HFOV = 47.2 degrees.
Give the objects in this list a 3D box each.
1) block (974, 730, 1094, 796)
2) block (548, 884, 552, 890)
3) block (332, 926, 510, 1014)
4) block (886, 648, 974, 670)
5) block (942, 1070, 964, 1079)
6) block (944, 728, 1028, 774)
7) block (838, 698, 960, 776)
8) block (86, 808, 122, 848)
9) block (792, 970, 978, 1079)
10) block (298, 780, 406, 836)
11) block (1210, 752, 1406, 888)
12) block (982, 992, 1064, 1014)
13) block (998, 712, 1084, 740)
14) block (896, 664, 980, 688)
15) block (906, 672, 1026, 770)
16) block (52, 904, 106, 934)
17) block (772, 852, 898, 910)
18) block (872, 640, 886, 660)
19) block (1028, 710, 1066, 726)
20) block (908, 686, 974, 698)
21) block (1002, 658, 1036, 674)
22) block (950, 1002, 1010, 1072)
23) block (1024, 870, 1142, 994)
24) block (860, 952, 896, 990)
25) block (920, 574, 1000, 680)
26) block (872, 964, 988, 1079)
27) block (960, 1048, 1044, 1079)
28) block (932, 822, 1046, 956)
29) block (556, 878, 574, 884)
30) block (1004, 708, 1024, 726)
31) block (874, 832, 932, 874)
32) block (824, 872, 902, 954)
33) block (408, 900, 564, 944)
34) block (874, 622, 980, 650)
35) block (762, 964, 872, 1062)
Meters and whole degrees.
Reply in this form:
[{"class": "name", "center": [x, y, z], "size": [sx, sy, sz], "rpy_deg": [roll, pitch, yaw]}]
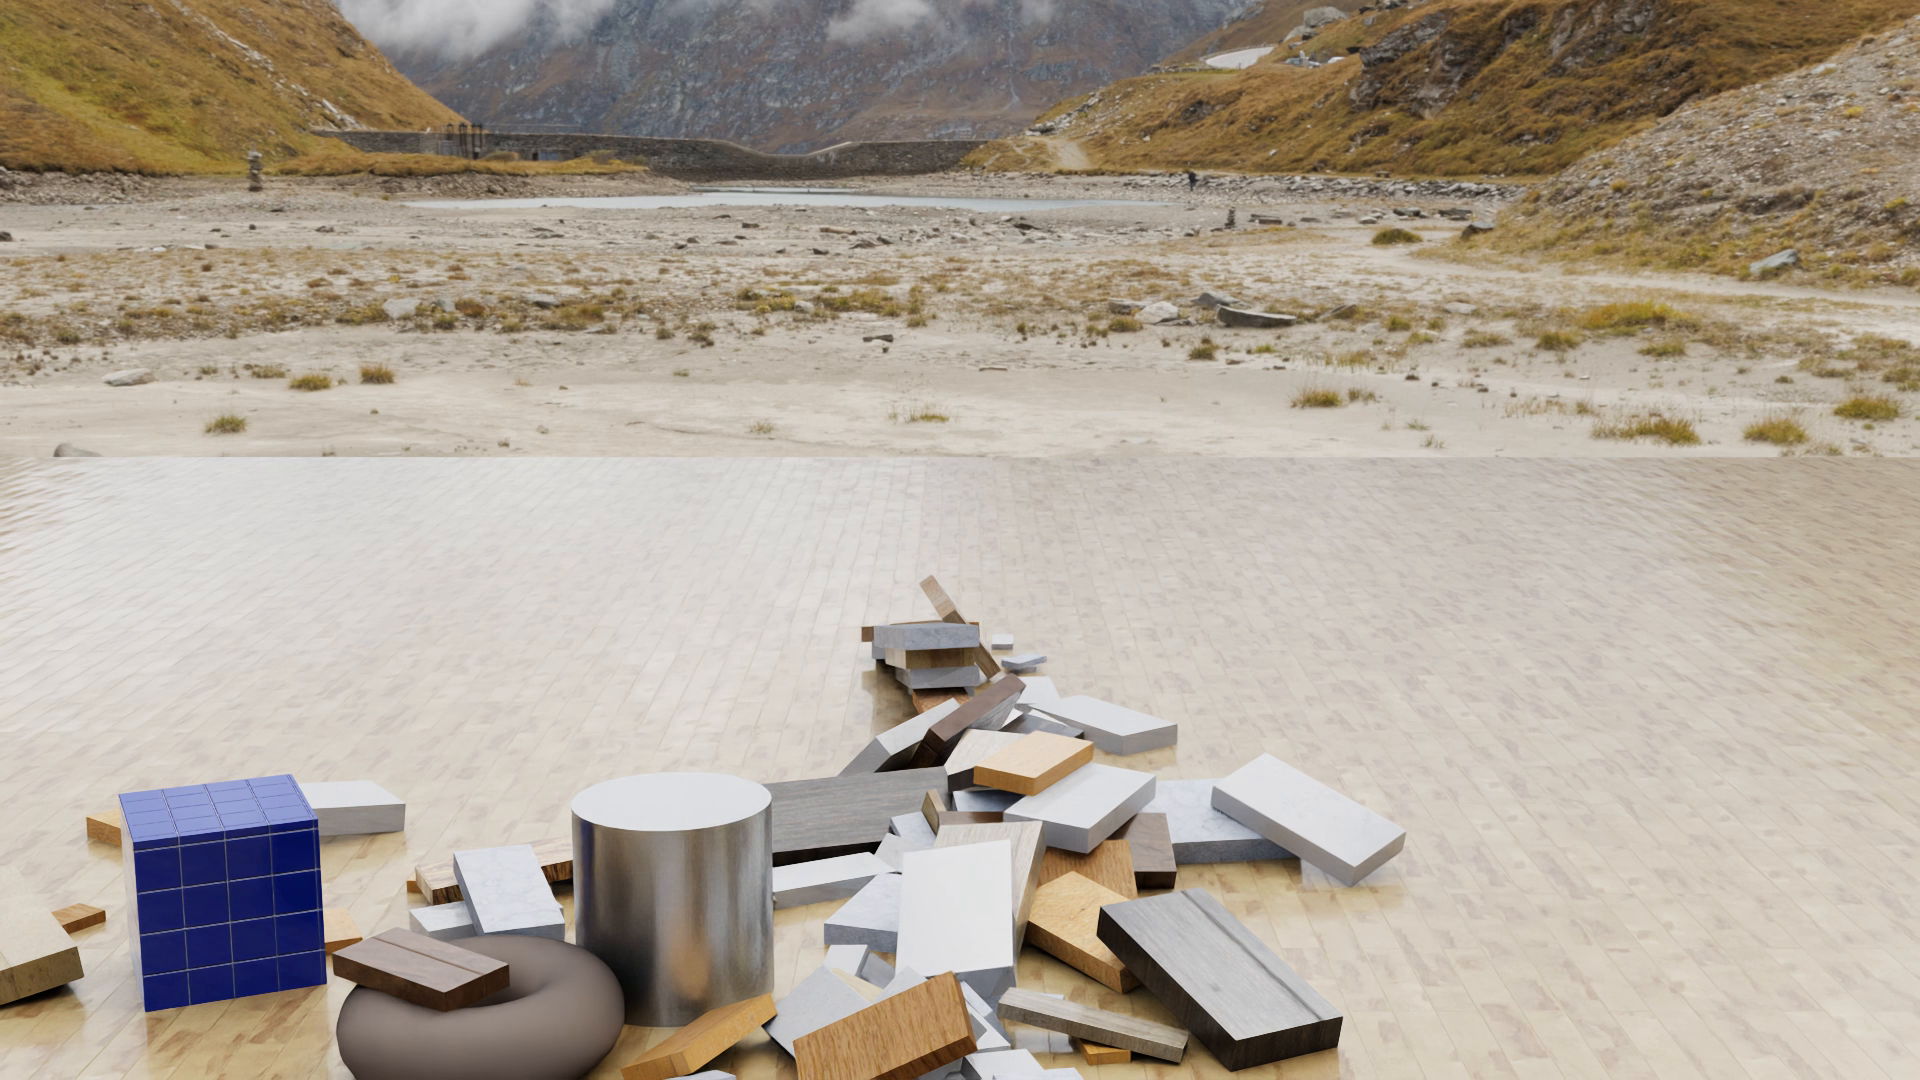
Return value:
[{"class": "block", "center": [0.131, 0.388, 3.838], "size": [0.116, 0.033, 0.232], "rpy_deg": [9, 15, 28]}, {"class": "block", "center": [-0.757, 0.586, 3.633], "size": [0.146, 0.021, 0.073], "rpy_deg": [-8, 13, -37]}, {"class": "block", "center": [-0.727, 0.578, 2.961], "size": [0.224, 0.032, 0.112], "rpy_deg": [9, 15, 35]}, {"class": "block", "center": [-0.068, 0.251, 4.792], "size": [0.148, 0.042, 0.295], "rpy_deg": [-2, -1, -10]}, {"class": "block", "center": [0.004, 0.721, 2.894], "size": [0.094, 0.027, 0.187], "rpy_deg": [0, 11, -2]}, {"class": "block", "center": [0.036, 0.450, 4.084], "size": [0.145, 0.041, 0.290], "rpy_deg": [4, 28, 20]}, {"class": "block", "center": [-0.120, 0.408, 4.251], "size": [0.045, 0.160, 0.320], "rpy_deg": [49, 26, 11]}, {"class": "block", "center": [-1.439, 0.521, 3.942], "size": [0.250, 0.035, 0.125], "rpy_deg": [8, 13, 37]}, {"class": "block", "center": [-0.099, 0.655, 2.849], "size": [0.231, 0.033, 0.116], "rpy_deg": [-25, 36, 4]}, {"class": "block", "center": [-1.206, 0.487, 3.964], "size": [0.359, 0.051, 0.180], "rpy_deg": [1, 8, -36]}, {"class": "block", "center": [0.604, 0.483, 3.827], "size": [0.305, 0.043, 0.153], "rpy_deg": [28, 38, 36]}, {"class": "block", "center": [0.089, 0.672, 3.180], "size": [0.117, 0.017, 0.059], "rpy_deg": [2, 11, 11]}, {"class": "block", "center": [0.097, 0.427, 4.230], "size": [0.145, 0.041, 0.290], "rpy_deg": [14, 29, 35]}, {"class": "block", "center": [-0.054, 0.293, 4.861], "size": [0.148, 0.042, 0.422], "rpy_deg": [-2, -1, -6]}, {"class": "block", "center": [0.009, 0.374, 4.310], "size": [0.041, 0.145, 0.290], "rpy_deg": [40, 37, 16]}, {"class": "block", "center": [-1.437, 0.612, 3.503], "size": [0.065, 0.018, 0.130], "rpy_deg": [6, 12, 31]}, {"class": "block", "center": [-0.230, 0.571, 3.687], "size": [0.223, 0.032, 0.112], "rpy_deg": [-6, 12, -27]}, {"class": "block", "center": [-0.128, 0.258, 5.151], "size": [0.148, 0.042, 0.295], "rpy_deg": [0, -3, 0]}, {"class": "block", "center": [0.141, 0.405, 4.434], "size": [0.090, 0.025, 0.179], "rpy_deg": [24, 31, 23]}, {"class": "block", "center": [-0.043, 0.329, 4.873], "size": [0.109, 0.031, 0.219], "rpy_deg": [-2, -1, -11]}, {"class": "block", "center": [0.139, 0.297, 5.208], "size": [0.052, 0.015, 0.104], "rpy_deg": [-3, 11, -18]}, {"class": "block", "center": [-0.007, 0.675, 2.999], "size": [0.094, 0.027, 0.187], "rpy_deg": [-3, 8, -18]}, {"class": "block", "center": [0.210, 0.600, 3.383], "size": [0.144, 0.041, 0.287], "rpy_deg": [-21, 23, -31]}, {"class": "block", "center": [-0.129, 0.654, 3.271], "size": [0.072, 0.021, 0.145], "rpy_deg": [-6, 12, -28]}, {"class": "block", "center": [0.001, 0.201, 5.053], "size": [0.037, 0.262, 0.131], "rpy_deg": [-35, 46, 1]}, {"class": "block", "center": [-0.060, 0.658, 2.958], "size": [0.121, 0.034, 0.242], "rpy_deg": [-46, 19, -12]}, {"class": "block", "center": [0.084, 0.715, 2.805], "size": [0.094, 0.027, 0.187], "rpy_deg": [2, 19, -28]}, {"class": "block", "center": [0.025, 0.555, 3.443], "size": [0.170, 0.048, 0.340], "rpy_deg": [-4, 24, 13]}, {"class": "block", "center": [-0.571, 0.558, 3.746], "size": [0.250, 0.035, 0.125], "rpy_deg": [3, 11, 18]}, {"class": "block", "center": [0.076, 0.395, 4.480], "size": [0.090, 0.025, 0.179], "rpy_deg": [26, 32, 21]}, {"class": "block", "center": [-0.095, 0.544, 3.767], "size": [0.118, 0.059, 0.017], "rpy_deg": [11, -27, 45]}, {"class": "block", "center": [-0.113, 0.597, 3.533], "size": [0.125, 0.035, 0.250], "rpy_deg": [4, 11, 18]}, {"class": "block", "center": [-0.756, 0.603, 3.512], "size": [0.219, 0.031, 0.109], "rpy_deg": [-6, 12, -29]}, {"class": "block", "center": [-0.076, 0.208, 4.760], "size": [0.160, 0.045, 0.320], "rpy_deg": [-2, -1, -14]}, {"class": "block", "center": [-0.174, 0.668, 2.985], "size": [0.121, 0.034, 0.242], "rpy_deg": [-40, 25, -16]}]
